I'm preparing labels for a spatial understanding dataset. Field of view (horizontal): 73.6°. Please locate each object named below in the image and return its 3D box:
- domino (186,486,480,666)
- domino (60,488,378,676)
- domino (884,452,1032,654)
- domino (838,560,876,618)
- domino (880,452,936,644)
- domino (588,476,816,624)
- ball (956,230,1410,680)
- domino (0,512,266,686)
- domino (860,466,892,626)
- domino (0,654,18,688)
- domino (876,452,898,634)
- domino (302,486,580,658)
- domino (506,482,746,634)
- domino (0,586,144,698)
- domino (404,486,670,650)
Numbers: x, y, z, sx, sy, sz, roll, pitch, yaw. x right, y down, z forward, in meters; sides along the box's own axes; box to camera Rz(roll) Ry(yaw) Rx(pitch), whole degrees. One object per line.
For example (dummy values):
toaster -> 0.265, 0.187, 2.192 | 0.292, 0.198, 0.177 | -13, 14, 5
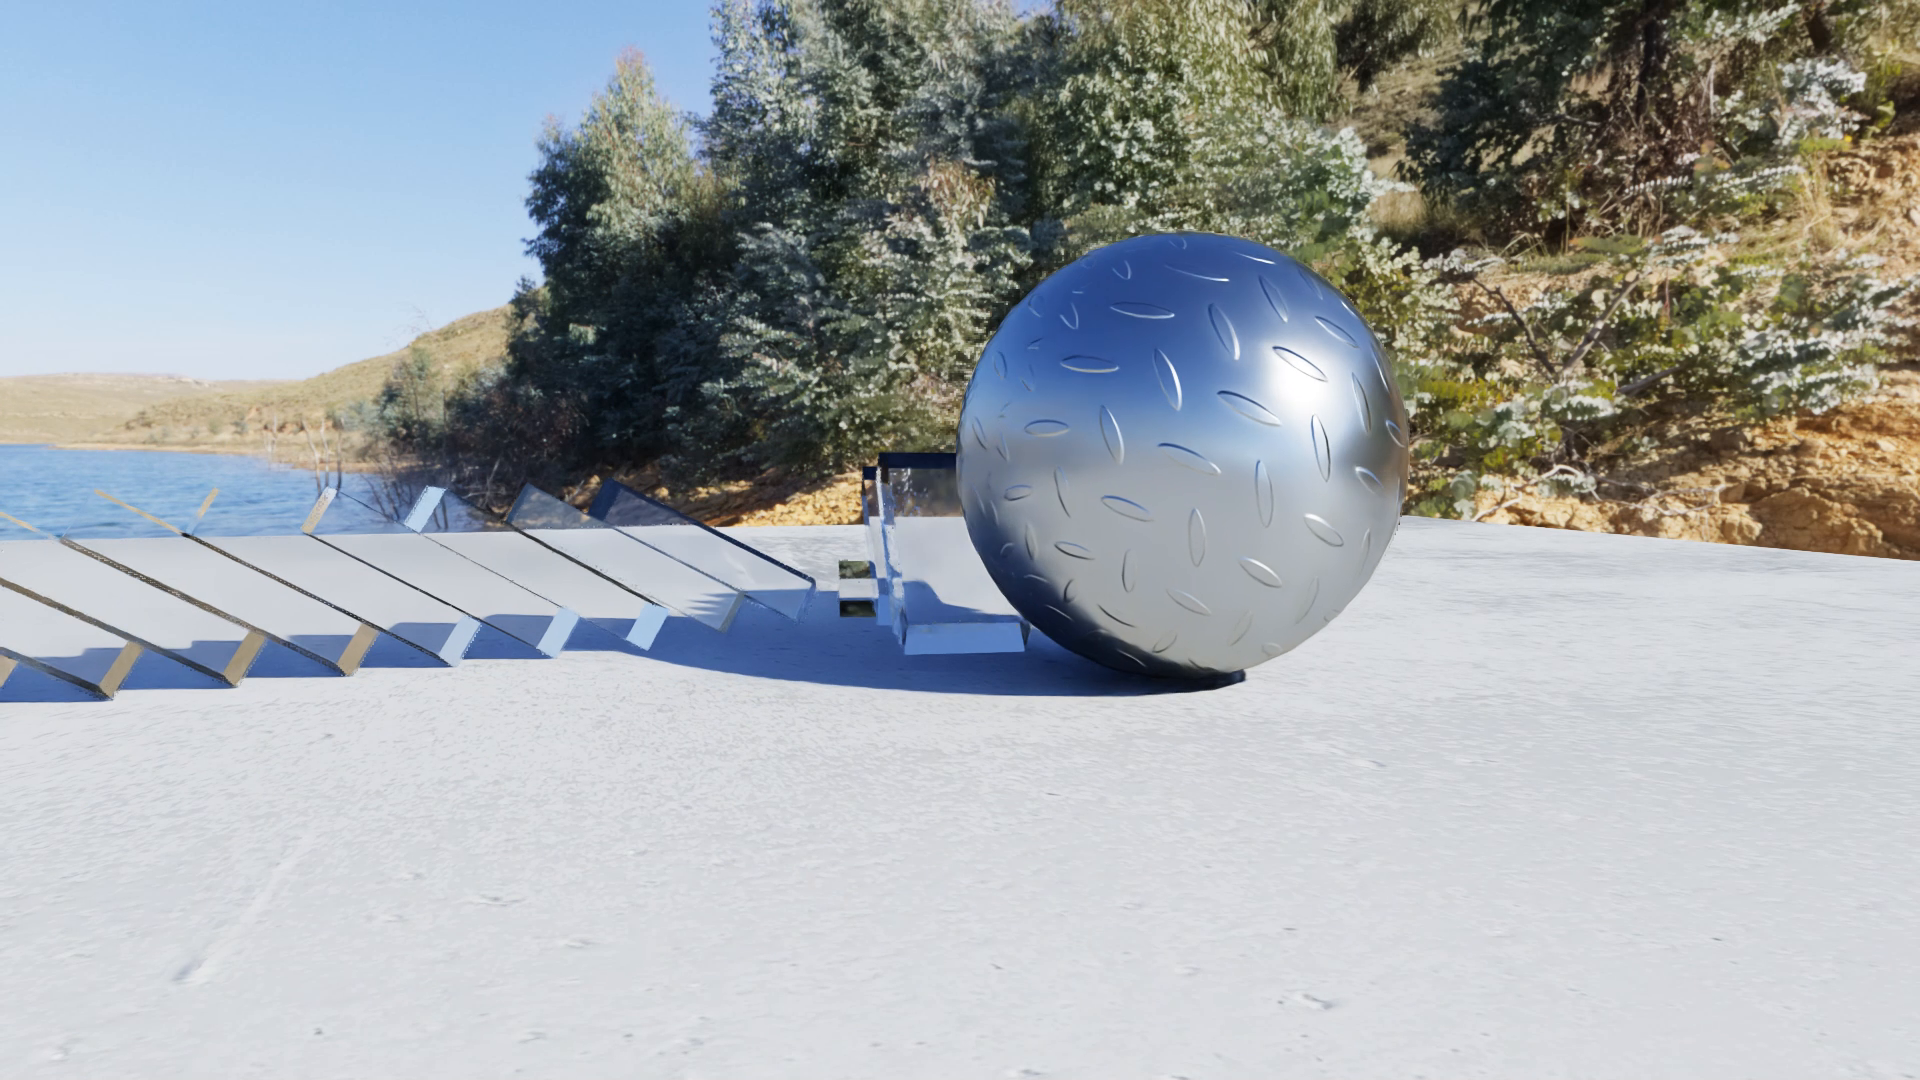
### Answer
domino -> -0.119, 0.007, 0.244 | 0.050, 0.009, 0.025 | 34, -14, -29
domino -> -0.134, 0.008, 0.234 | 0.050, 0.009, 0.025 | 35, -15, -30
domino -> -0.002, 0.002, 0.275 | 0.025, 0.009, 0.050 | -1, 46, -9
domino -> -0.019, 0.012, 0.340 | 0.025, 0.009, 0.050 | 0, 4, -6
domino -> -0.003, 0.001, 0.289 | 0.025, 0.009, 0.050 | -1, 46, -9
domino -> -0.057, 0.003, 0.290 | 0.050, 0.009, 0.025 | 26, -9, -1
ball -> 0.039, -0.015, 0.233 | 0.080, 0.080, 0.080 | 0, 4, 0
domino -> -0.149, 0.009, 0.221 | 0.050, 0.009, 0.025 | 36, -18, -33
domino -> -0.010, 0.000, 0.319 | 0.025, 0.010, 0.050 | -1, 40, -9
domino -> -0.175, 0.011, 0.194 | 0.025, 0.009, 0.050 | 4, -26, 42
domino -> -0.005, 0.000, 0.303 | 0.025, 0.010, 0.050 | -1, 46, -9
domino -> -0.103, 0.006, 0.254 | 0.050, 0.010, 0.025 | 33, -13, -28
domino -> -0.072, 0.004, 0.278 | 0.050, 0.009, 0.025 | 28, -9, -13
domino -> -0.163, 0.009, 0.209 | 0.050, 0.009, 0.025 | 37, -20, -35
domino -> -0.087, 0.006, 0.264 | 0.050, 0.009, 0.025 | 33, -13, -28
